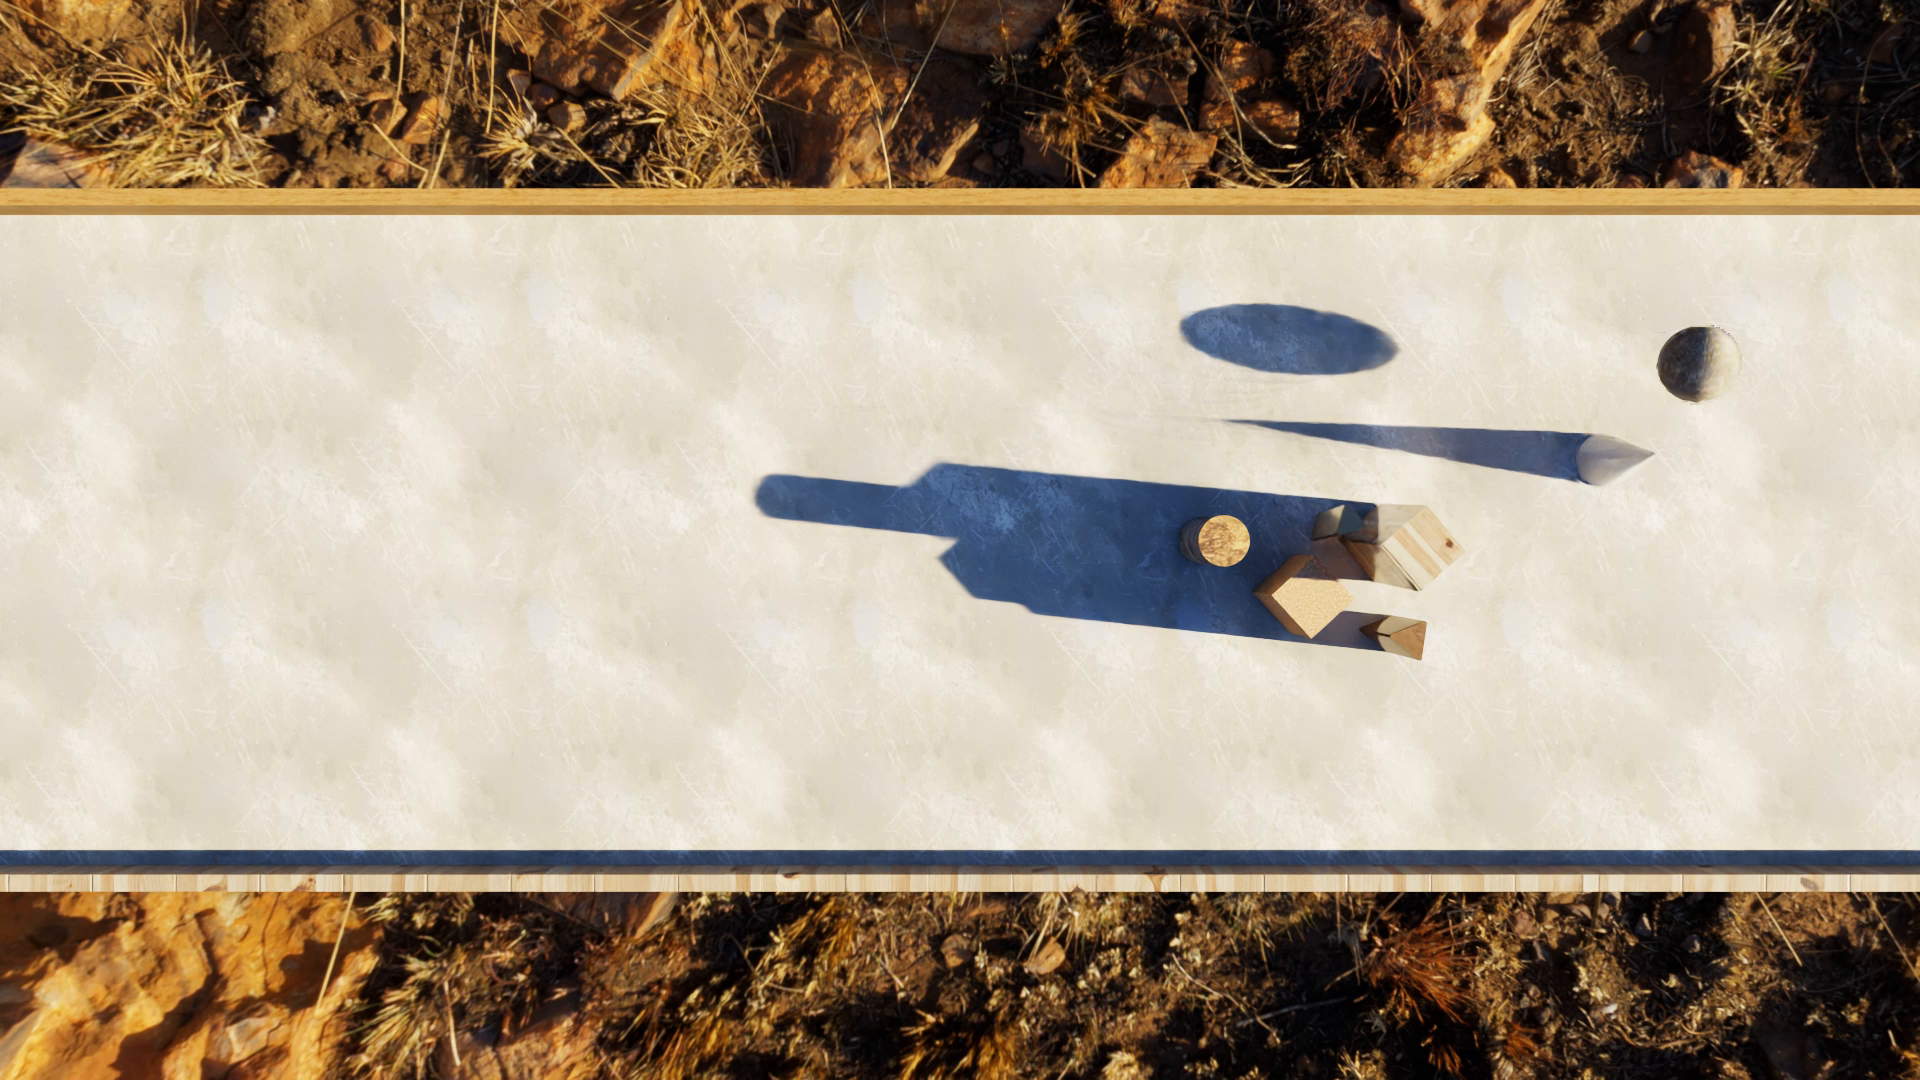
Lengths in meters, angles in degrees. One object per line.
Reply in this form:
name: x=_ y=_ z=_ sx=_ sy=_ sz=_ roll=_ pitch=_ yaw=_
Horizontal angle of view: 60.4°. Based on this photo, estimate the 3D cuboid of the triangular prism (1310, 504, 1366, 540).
triangular prism: x=1.116 y=-0.054 z=4.913 sx=0.089 sy=0.323 sz=0.078 roll=-13 pitch=87 yaw=-2

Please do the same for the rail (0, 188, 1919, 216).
rail: x=-2.247 y=-1.025 z=5.002 sx=12.000 sy=0.150 sz=0.050 roll=0 pitch=90 yaw=0

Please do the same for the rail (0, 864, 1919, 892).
rail: x=-2.247 y=1.025 z=5.001 sx=12.000 sy=0.150 sz=0.050 roll=0 pitch=90 yaw=0

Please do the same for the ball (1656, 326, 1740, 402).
ball: x=2.108 y=-0.502 z=4.710 sx=0.217 sy=0.217 sz=0.217 roll=0 pitch=90 yaw=0

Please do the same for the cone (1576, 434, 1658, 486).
cone: x=1.978 y=-0.246 z=4.876 sx=0.164 sy=0.401 sz=0.164 roll=0 pitch=90 yaw=0

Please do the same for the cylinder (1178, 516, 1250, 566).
cylinder: x=0.743 y=0.002 z=4.857 sx=0.144 sy=0.440 sz=0.144 roll=0 pitch=90 yaw=0

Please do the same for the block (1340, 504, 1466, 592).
block: x=1.290 y=0.016 z=4.845 sx=0.171 sy=0.456 sz=0.171 roll=-41 pitch=93 yaw=0

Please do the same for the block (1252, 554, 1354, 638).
block: x=1.018 y=0.164 z=4.913 sx=0.170 sy=0.326 sz=0.170 roll=-42 pitch=90 yaw=0

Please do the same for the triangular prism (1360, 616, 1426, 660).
triangular prism: x=1.302 y=0.271 z=4.894 sx=0.112 sy=0.366 sz=0.097 roll=38 pitch=90 yaw=0
